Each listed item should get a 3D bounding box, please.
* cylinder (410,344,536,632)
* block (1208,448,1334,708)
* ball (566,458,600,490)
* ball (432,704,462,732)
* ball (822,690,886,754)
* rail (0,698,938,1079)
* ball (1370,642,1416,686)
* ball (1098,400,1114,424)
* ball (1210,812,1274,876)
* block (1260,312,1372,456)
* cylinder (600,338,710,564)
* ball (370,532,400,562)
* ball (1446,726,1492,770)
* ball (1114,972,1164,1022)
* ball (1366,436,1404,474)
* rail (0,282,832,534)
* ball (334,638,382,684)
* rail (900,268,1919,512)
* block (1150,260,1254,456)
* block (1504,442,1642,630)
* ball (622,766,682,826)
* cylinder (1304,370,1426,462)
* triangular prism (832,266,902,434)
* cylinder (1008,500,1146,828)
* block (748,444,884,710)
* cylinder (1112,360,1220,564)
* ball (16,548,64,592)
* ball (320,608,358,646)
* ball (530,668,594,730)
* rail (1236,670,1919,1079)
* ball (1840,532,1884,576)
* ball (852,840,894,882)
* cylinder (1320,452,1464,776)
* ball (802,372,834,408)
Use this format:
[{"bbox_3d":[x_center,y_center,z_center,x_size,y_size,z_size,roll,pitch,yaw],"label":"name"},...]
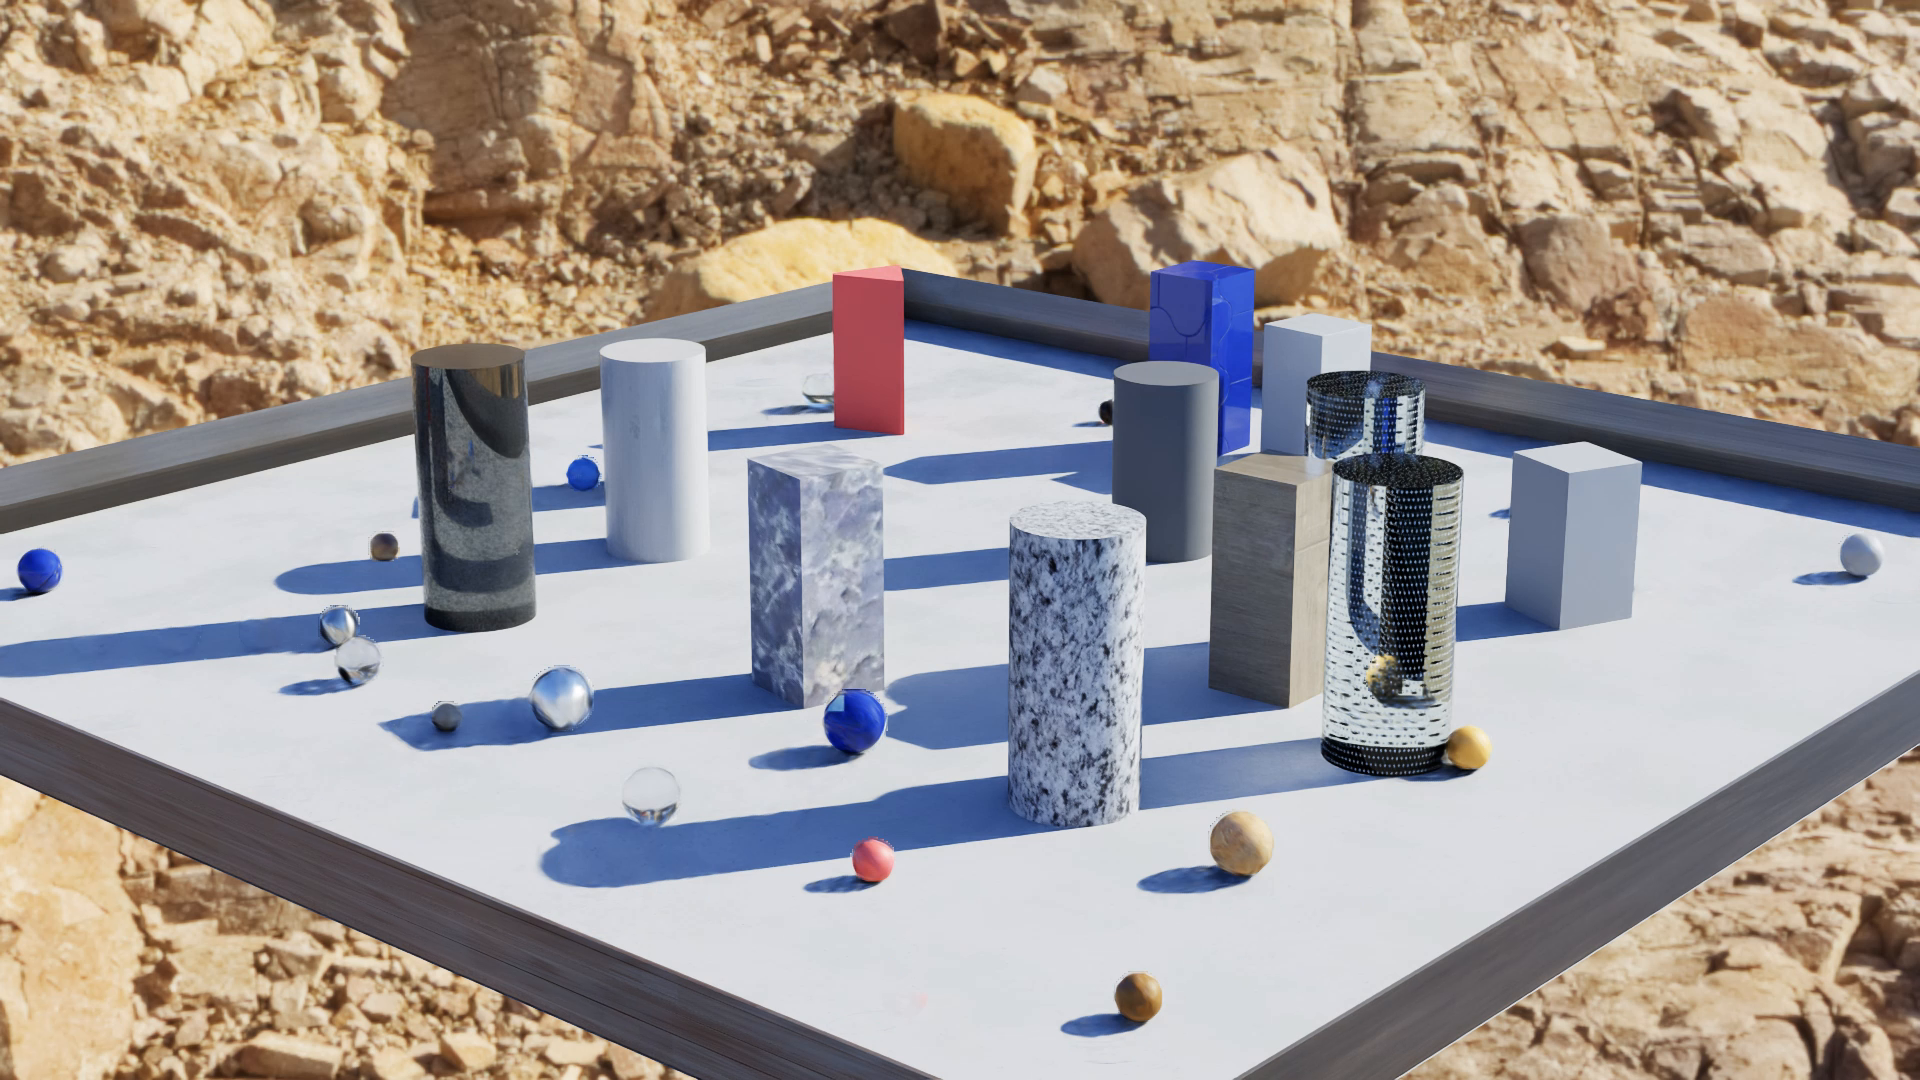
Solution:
[{"bbox_3d":[-0.820,-0.089,4.952,0.190,0.454,0.190,0,17,0],"label":"cylinder"},{"bbox_3d":[0.502,0.059,4.620,0.152,0.362,0.152,13,21,37],"label":"block"},{"bbox_3d":[-0.740,-0.129,5.757,0.064,0.064,0.064,0,17,0],"label":"ball"},{"bbox_3d":[-0.782,0.271,4.468,0.044,0.044,0.044,0,17,0],"label":"ball"},{"bbox_3d":[-0.158,0.272,4.376,0.094,0.094,0.094,0,17,0],"label":"ball"},{"bbox_3d":[-1.024,0.372,3.992,3.169,0.124,0.045,14,22,39],"label":"rail"},{"bbox_3d":[0.688,0.197,4.665,0.071,0.071,0.071,0,17,0],"label":"ball"},{"bbox_3d":[0.320,-0.273,6.257,0.051,0.051,0.051,0,17,0],"label":"ball"},{"bbox_3d":[0.378,0.408,3.940,0.087,0.087,0.087,0,17,0],"label":"ball"},{"bbox_3d":[0.719,-0.297,5.930,0.152,0.285,0.152,-15,22,-41],"label":"block"},{"bbox_3d":[-0.554,-0.164,5.339,0.190,0.372,0.190,0,17,0],"label":"cylinder"},{"bbox_3d":[-1.042,0.013,5.307,0.053,0.053,0.053,0,17,0],"label":"ball"},{"bbox_3d":[0.749,0.306,4.314,0.065,0.065,0.065,0,17,0],"label":"ball"},{"bbox_3d":[0.215,0.549,3.522,0.058,0.058,0.058,0,17,0],"label":"ball"},{"bbox_3d":[0.854,-0.171,5.879,0.075,0.075,0.075,0,17,0],"label":"ball"},{"bbox_3d":[-1.179,-0.265,6.100,0.045,0.124,3.170,14,22,39],"label":"rail"},{"bbox_3d":[-0.960,0.193,4.674,0.074,0.074,0.074,0,17,0],"label":"ball"},{"bbox_3d":[1.024,-0.310,6.249,3.169,0.124,0.045,14,22,39],"label":"rail"},{"bbox_3d":[0.495,-0.372,6.028,0.152,0.371,0.152,13,21,37],"label":"block"},{"bbox_3d":[1.043,-0.009,4.993,0.152,0.275,0.152,-8,19,-25],"label":"block"},{"bbox_3d":[-0.432,0.359,4.108,0.084,0.084,0.084,0,17,0],"label":"ball"},{"bbox_3d":[0.656,-0.038,4.798,0.190,0.445,0.190,0,17,0],"label":"cylinder"},{"bbox_3d":[-0.163,-0.408,6.220,0.165,0.331,0.143,8,19,25],"label":"triangular prism"},{"bbox_3d":[0.164,0.173,4.138,0.190,0.421,0.190,0,17,0],"label":"cylinder"},{"bbox_3d":[-0.226,0.055,4.615,0.152,0.371,0.152,-12,20,-34],"label":"block"},{"bbox_3d":[0.373,-0.144,5.345,0.190,0.330,0.190,0,17,0],"label":"cylinder"},{"bbox_3d":[-1.610,0.053,5.130,0.078,0.078,0.078,0,17,0],"label":"ball"},{"bbox_3d":[-1.029,0.143,4.857,0.063,0.063,0.063,0,17,0],"label":"ball"},{"bbox_3d":[-0.607,0.242,4.473,0.095,0.095,0.095,0,17,0],"label":"ball"},{"bbox_3d":[1.179,0.327,4.141,0.045,0.124,3.170,14,22,39],"label":"rail"},{"bbox_3d":[1.606,0.026,5.219,0.078,0.078,0.078,0,17,0],"label":"ball"},{"bbox_3d":[-0.116,0.429,3.921,0.056,0.056,0.056,0,17,0],"label":"ball"},{"bbox_3d":[0.635,0.109,4.319,0.190,0.440,0.190,0,17,0],"label":"cylinder"},{"bbox_3d":[-0.305,-0.325,6.381,0.078,0.078,0.078,0,17,0],"label":"ball"}]
